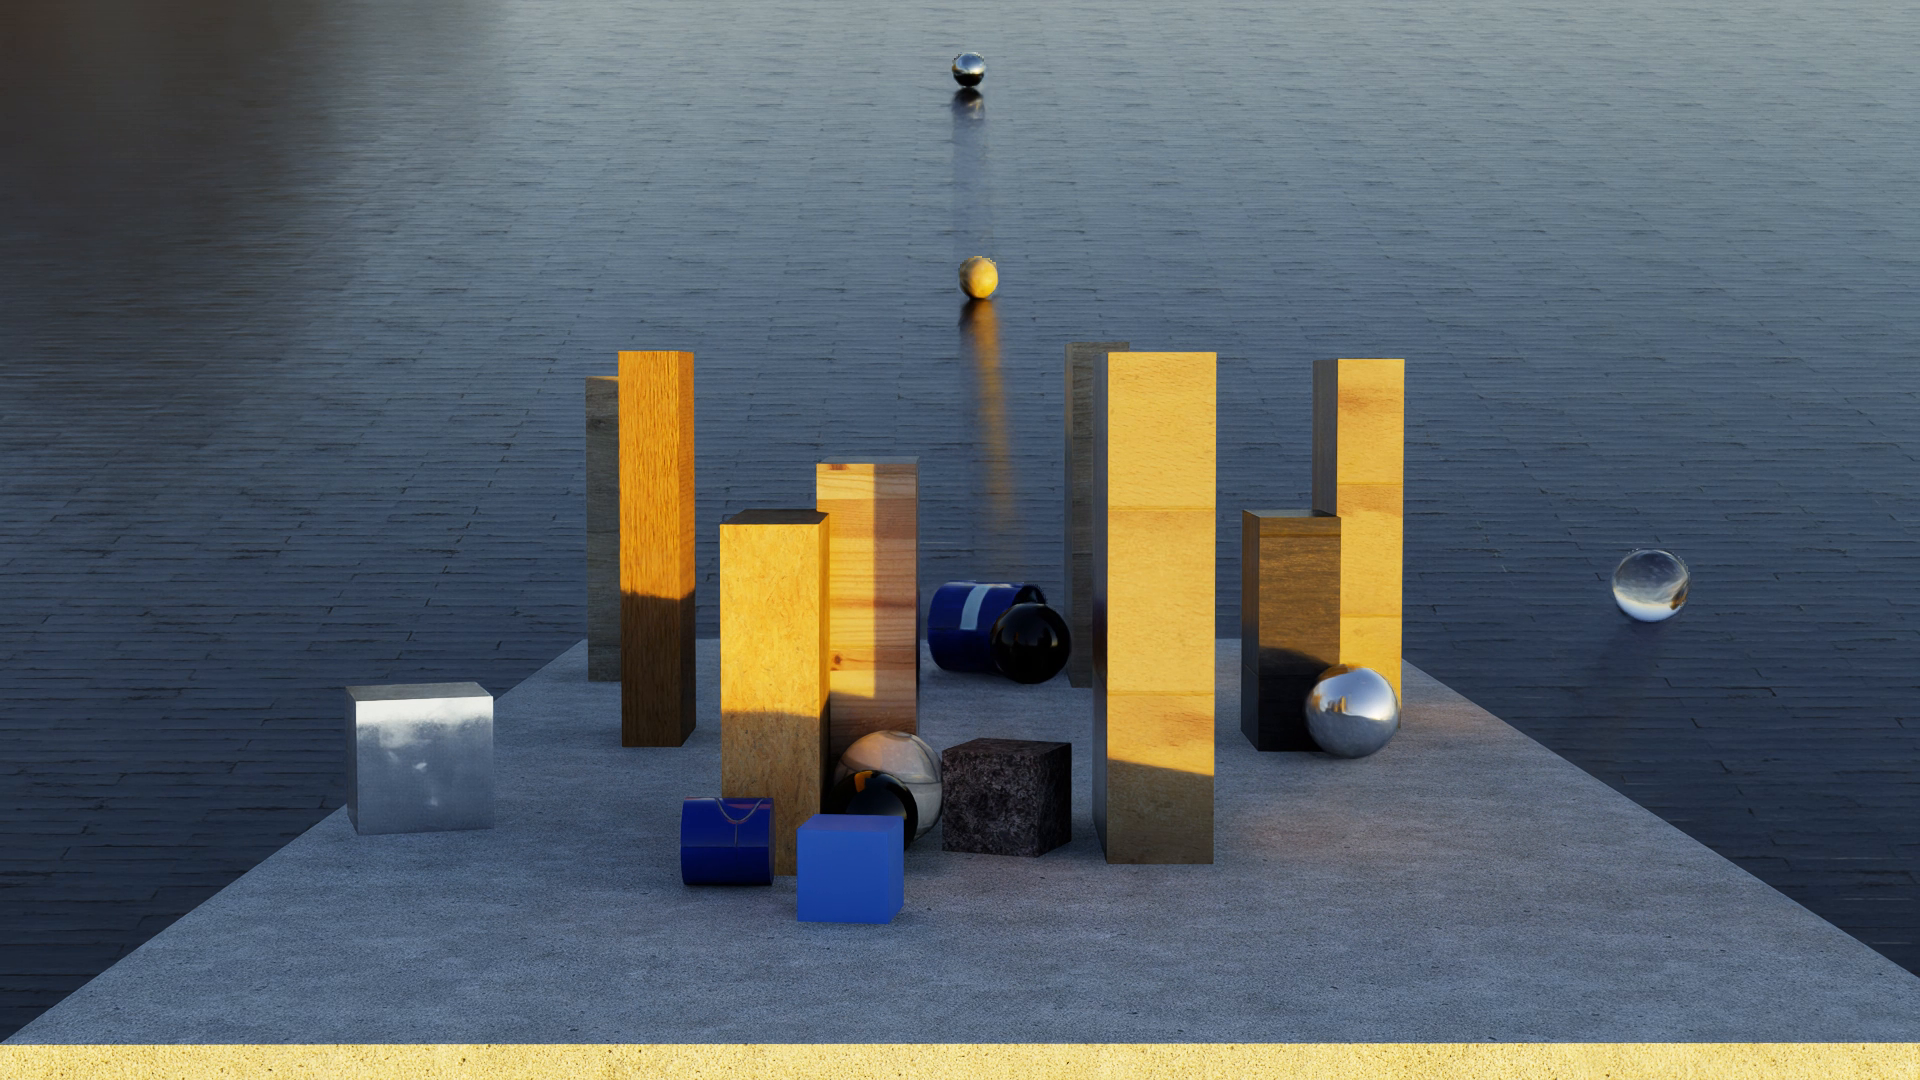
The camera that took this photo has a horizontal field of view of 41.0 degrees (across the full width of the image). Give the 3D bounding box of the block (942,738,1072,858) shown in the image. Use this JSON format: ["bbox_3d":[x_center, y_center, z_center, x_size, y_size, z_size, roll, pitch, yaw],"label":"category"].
[{"bbox_3d":[0.067,0.361,3.612,0.141,0.141,0.141,1,4,22],"label":"block"}]

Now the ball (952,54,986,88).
[{"bbox_3d":[0.049,-2.642,14.445,0.187,0.187,0.187,0,20,0],"label":"ball"}]

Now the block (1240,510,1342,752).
[{"bbox_3d":[0.598,0.158,4.662,0.143,0.415,0.274,0,4,0],"label":"block"}]

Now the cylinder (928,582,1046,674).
[{"bbox_3d":[0.064,0.198,5.762,0.201,0.201,0.201,2,18,29],"label":"cylinder"}]

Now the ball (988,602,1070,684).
[{"bbox_3d":[0.150,0.223,5.547,0.178,0.178,0.178,0,20,0],"label":"ball"}]

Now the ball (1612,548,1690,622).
[{"bbox_3d":[1.848,0.122,6.871,0.198,0.198,0.198,0,20,0],"label":"ball"}]

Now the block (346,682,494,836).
[{"bbox_3d":[-0.804,0.322,3.814,0.195,0.195,0.195,-1,4,-18],"label":"block"}]

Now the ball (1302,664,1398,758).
[{"bbox_3d":[0.677,0.296,4.451,0.165,0.165,0.165,0,20,0],"label":"ball"}]

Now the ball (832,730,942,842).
[{"bbox_3d":[-0.098,0.349,3.610,0.164,0.164,0.164,0,20,0],"label":"ball"}]

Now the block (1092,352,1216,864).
[{"bbox_3d":[0.271,0.082,3.646,0.144,0.691,0.377,0,4,0],"label":"block"}]

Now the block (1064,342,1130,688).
[{"bbox_3d":[0.299,-0.064,5.654,0.120,0.737,0.390,0,4,0],"label":"block"}]

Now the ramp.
[{"bbox_3d":[0.047,0.424,4.534,2.000,0.100,4.000,0,4,0],"label":"ramp"}]

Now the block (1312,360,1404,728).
[{"bbox_3d":[0.768,-0.002,4.985,0.123,0.694,0.337,0,4,0],"label":"block"}]

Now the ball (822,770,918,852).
[{"bbox_3d":[-0.121,0.375,3.467,0.130,0.130,0.130,0,20,0],"label":"ball"}]

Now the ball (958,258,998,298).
[{"bbox_3d":[0.072,-1.025,10.067,0.157,0.157,0.157,0,20,0],"label":"ball"}]

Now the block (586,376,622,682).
[{"bbox_3d":[-0.770,-0.030,5.705,0.084,0.664,0.242,0,4,0],"label":"block"}]

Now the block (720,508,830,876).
[{"bbox_3d":[-0.251,0.199,3.594,0.129,0.465,0.418,0,4,0],"label":"block"}]

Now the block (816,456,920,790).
[{"bbox_3d":[-0.134,0.147,3.863,0.141,0.536,0.366,0,4,0],"label":"block"}]

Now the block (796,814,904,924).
[{"bbox_3d":[-0.134,0.403,3.156,0.112,0.112,0.112,0,4,8],"label":"block"}]

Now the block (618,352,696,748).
[{"bbox_3d":[-0.553,0.010,4.711,0.106,0.707,0.271,0,4,0],"label":"block"}]
